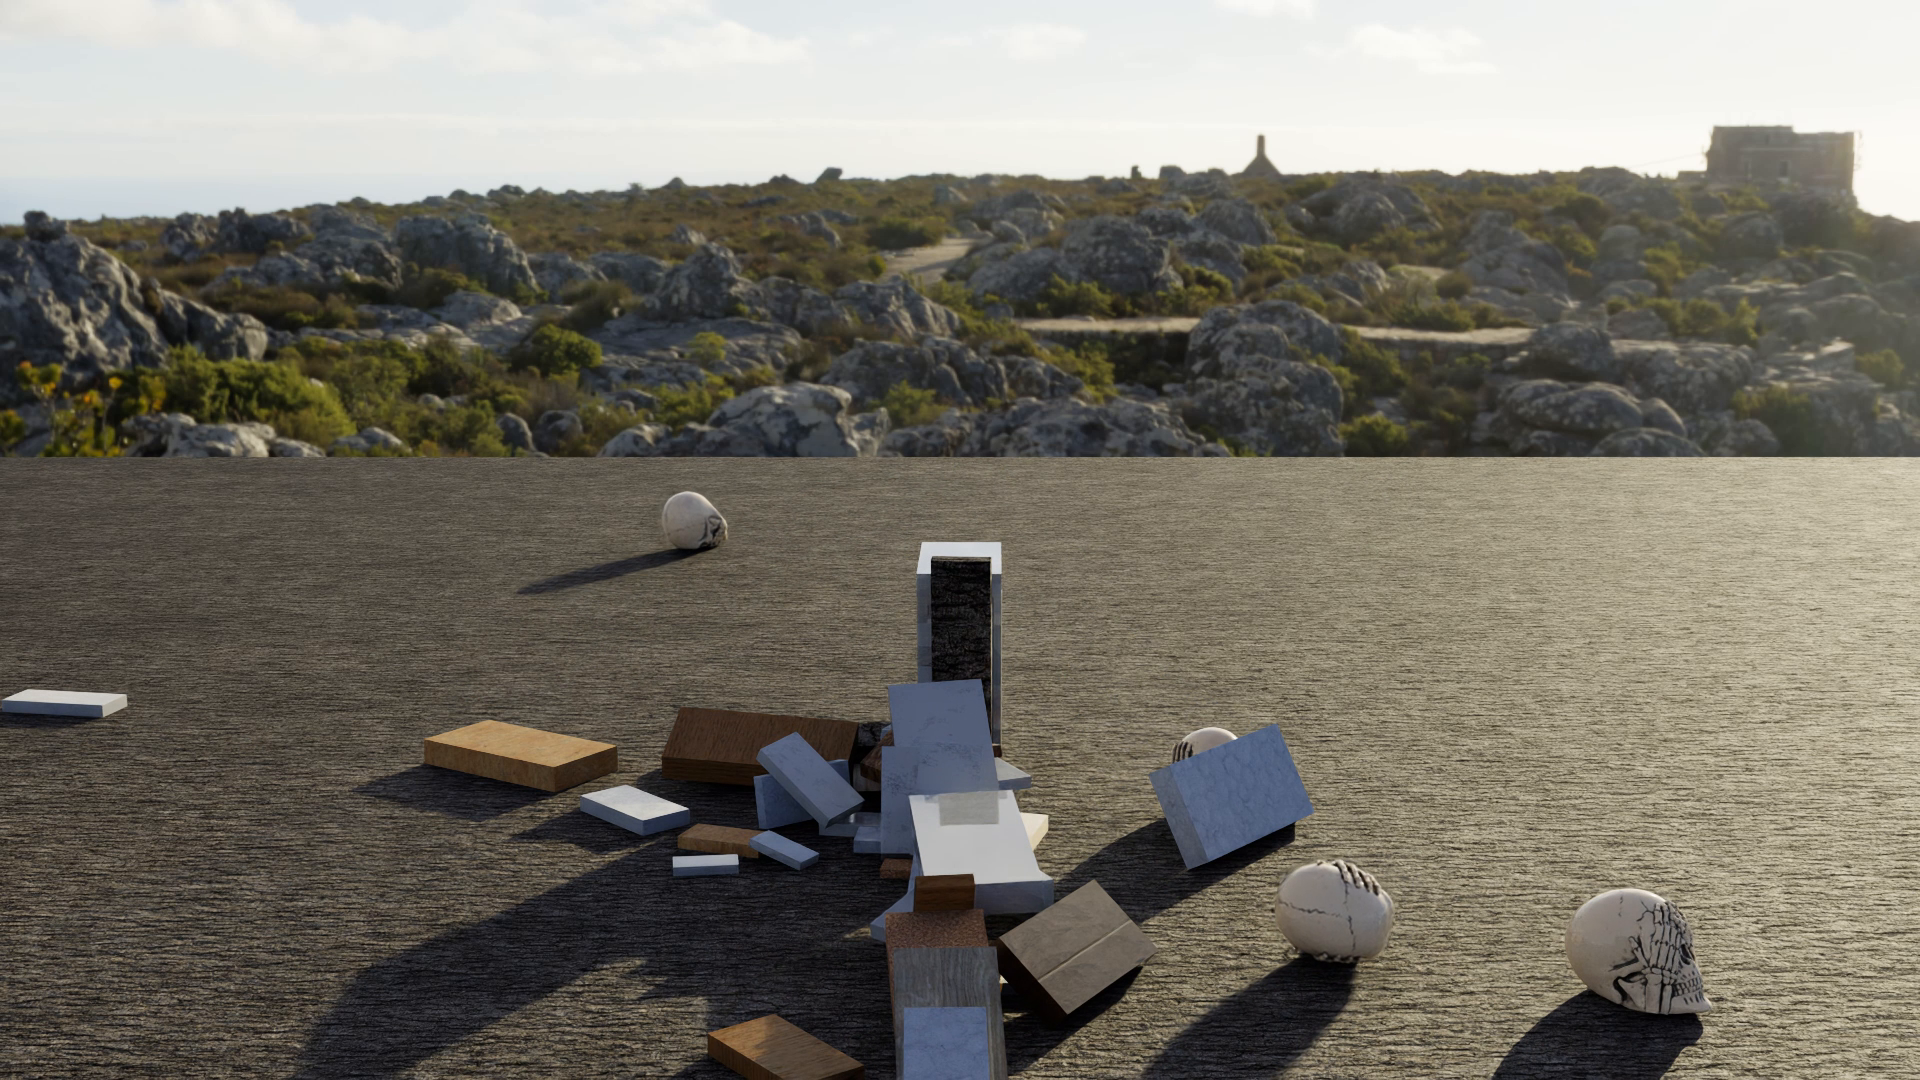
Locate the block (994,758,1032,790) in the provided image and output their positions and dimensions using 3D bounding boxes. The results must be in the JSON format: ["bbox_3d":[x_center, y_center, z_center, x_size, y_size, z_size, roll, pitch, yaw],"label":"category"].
[{"bbox_3d":[0.064,0.450,4.234,0.081,0.023,0.162,-5,12,-25],"label":"block"}]

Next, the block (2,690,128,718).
[{"bbox_3d":[-1.970,0.359,4.839,0.242,0.027,0.095,2,11,11],"label":"block"}]

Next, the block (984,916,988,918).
[{"bbox_3d":[-0.005,0.565,3.664,0.110,0.031,0.220,1,16,3],"label":"block"}]

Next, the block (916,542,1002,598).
[{"bbox_3d":[0.001,0.060,4.543,0.169,0.048,0.337,0,11,1],"label":"block"}]

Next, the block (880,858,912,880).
[{"bbox_3d":[-0.078,0.564,3.765,0.112,0.016,0.056,1,11,7],"label":"block"}]

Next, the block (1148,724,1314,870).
[{"bbox_3d":[0.488,0.453,3.918,0.050,0.177,0.355,-29,-11,39],"label":"block"}]

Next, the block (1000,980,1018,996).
[{"bbox_3d":[0.111,0.654,3.272,0.138,0.020,0.069,-1,11,-5],"label":"block"}]

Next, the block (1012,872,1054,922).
[{"bbox_3d":[0.099,0.566,3.558,0.025,0.087,0.174,-6,12,-26],"label":"block"}]

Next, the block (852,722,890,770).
[{"bbox_3d":[-0.309,0.420,4.446,0.423,0.050,0.178,-1,11,-7],"label":"block"}]

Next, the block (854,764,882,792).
[{"bbox_3d":[-0.149,0.453,4.209,0.110,0.031,0.220,-1,0,-3],"label":"block"}]

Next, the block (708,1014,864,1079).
[{"bbox_3d":[-0.237,0.703,2.975,0.109,0.031,0.219,-8,13,-37],"label":"block"}]

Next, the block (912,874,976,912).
[{"bbox_3d":[-0.027,0.574,3.299,0.087,0.174,0.025,-1,36,-8],"label":"block"}]

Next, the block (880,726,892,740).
[{"bbox_3d":[-0.062,0.377,4.293,0.118,0.034,0.237,11,8,15],"label":"block"}]

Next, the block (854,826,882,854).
[{"bbox_3d":[-0.106,0.534,3.908,0.157,0.022,0.079,1,11,5],"label":"block"}]

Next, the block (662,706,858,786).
[{"bbox_3d":[-0.387,0.410,4.297,0.356,0.050,0.178,5,28,4],"label":"block"}]

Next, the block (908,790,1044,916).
[{"bbox_3d":[0.020,0.501,3.549,0.177,0.050,0.448,-3,11,-4],"label":"block"}]

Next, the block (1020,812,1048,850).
[{"bbox_3d":[0.084,0.530,3.914,0.103,0.029,0.206,3,11,15],"label":"block"}]

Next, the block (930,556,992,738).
[{"bbox_3d":[0.004,0.240,4.395,0.118,0.422,0.034,1,16,5],"label":"block"}]

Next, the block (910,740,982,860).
[{"bbox_3d":[-0.024,0.460,3.846,0.110,0.220,0.031,5,-32,1],"label":"block"}]

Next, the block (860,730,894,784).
[{"bbox_3d":[-0.074,0.382,4.135,0.118,0.034,0.237,19,40,25],"label":"block"}]

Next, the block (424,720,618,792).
[{"bbox_3d":[-0.879,0.429,4.396,0.356,0.050,0.178,7,13,33],"label":"block"}]

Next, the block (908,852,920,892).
[{"bbox_3d":[-0.027,0.567,3.546,0.110,0.031,0.220,1,22,4],"label":"block"}]

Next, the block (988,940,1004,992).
[{"bbox_3d":[0.031,0.638,3.239,0.069,0.020,0.138,-2,26,12],"label":"block"}]

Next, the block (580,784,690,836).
[{"bbox_3d":[-0.603,0.500,4.075,0.103,0.029,0.206,-9,14,-41],"label":"block"}]

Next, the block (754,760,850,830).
[{"bbox_3d":[-0.288,0.468,4.057,0.190,0.095,0.027,-8,3,-37],"label":"block"}]

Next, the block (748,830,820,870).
[{"bbox_3d":[-0.307,0.540,3.829,0.112,0.016,0.056,20,19,27],"label":"block"}]

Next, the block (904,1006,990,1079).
[{"bbox_3d":[-0.018,0.686,2.841,0.109,0.031,0.219,0,26,-1],"label":"block"}]

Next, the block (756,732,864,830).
[{"bbox_3d":[-0.273,0.437,4.009,0.190,0.027,0.095,42,40,22],"label":"block"}]

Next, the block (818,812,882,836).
[{"bbox_3d":[-0.170,0.518,3.998,0.158,0.022,0.079,2,11,10],"label":"block"}]

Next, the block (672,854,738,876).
[{"bbox_3d":[-0.438,0.560,3.787,0.112,0.016,0.056,-1,11,-8],"label":"block"}]

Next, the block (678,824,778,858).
[{"bbox_3d":[-0.413,0.534,3.908,0.157,0.022,0.079,4,11,20],"label":"block"}]

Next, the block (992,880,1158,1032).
[{"bbox_3d":[0.167,0.607,3.238,0.145,0.041,0.290,47,29,16],"label":"block"}]

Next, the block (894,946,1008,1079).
[{"bbox_3d":[-0.016,0.657,2.979,0.145,0.041,0.290,-1,26,-2],"label":"block"}]

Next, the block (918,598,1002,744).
[{"bbox_3d":[0.000,0.271,4.464,0.169,0.338,0.048,1,10,3],"label":"block"}]

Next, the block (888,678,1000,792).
[{"bbox_3d":[-0.031,0.393,4.047,0.177,0.050,0.355,-4,36,-4],"label":"block"}]

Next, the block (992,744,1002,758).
[{"bbox_3d":[0.018,0.415,4.331,0.081,0.023,0.162,-5,0,-18],"label":"block"}]

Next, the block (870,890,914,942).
[{"bbox_3d":[-0.055,0.582,3.435,0.087,0.025,0.174,13,26,30],"label":"block"}]

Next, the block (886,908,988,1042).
[{"bbox_3d":[-0.027,0.629,3.140,0.145,0.041,0.290,-2,24,-4],"label":"block"}]

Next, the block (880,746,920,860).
[{"bbox_3d":[-0.087,0.463,3.877,0.103,0.206,0.029,0,-32,-2],"label":"block"}]
